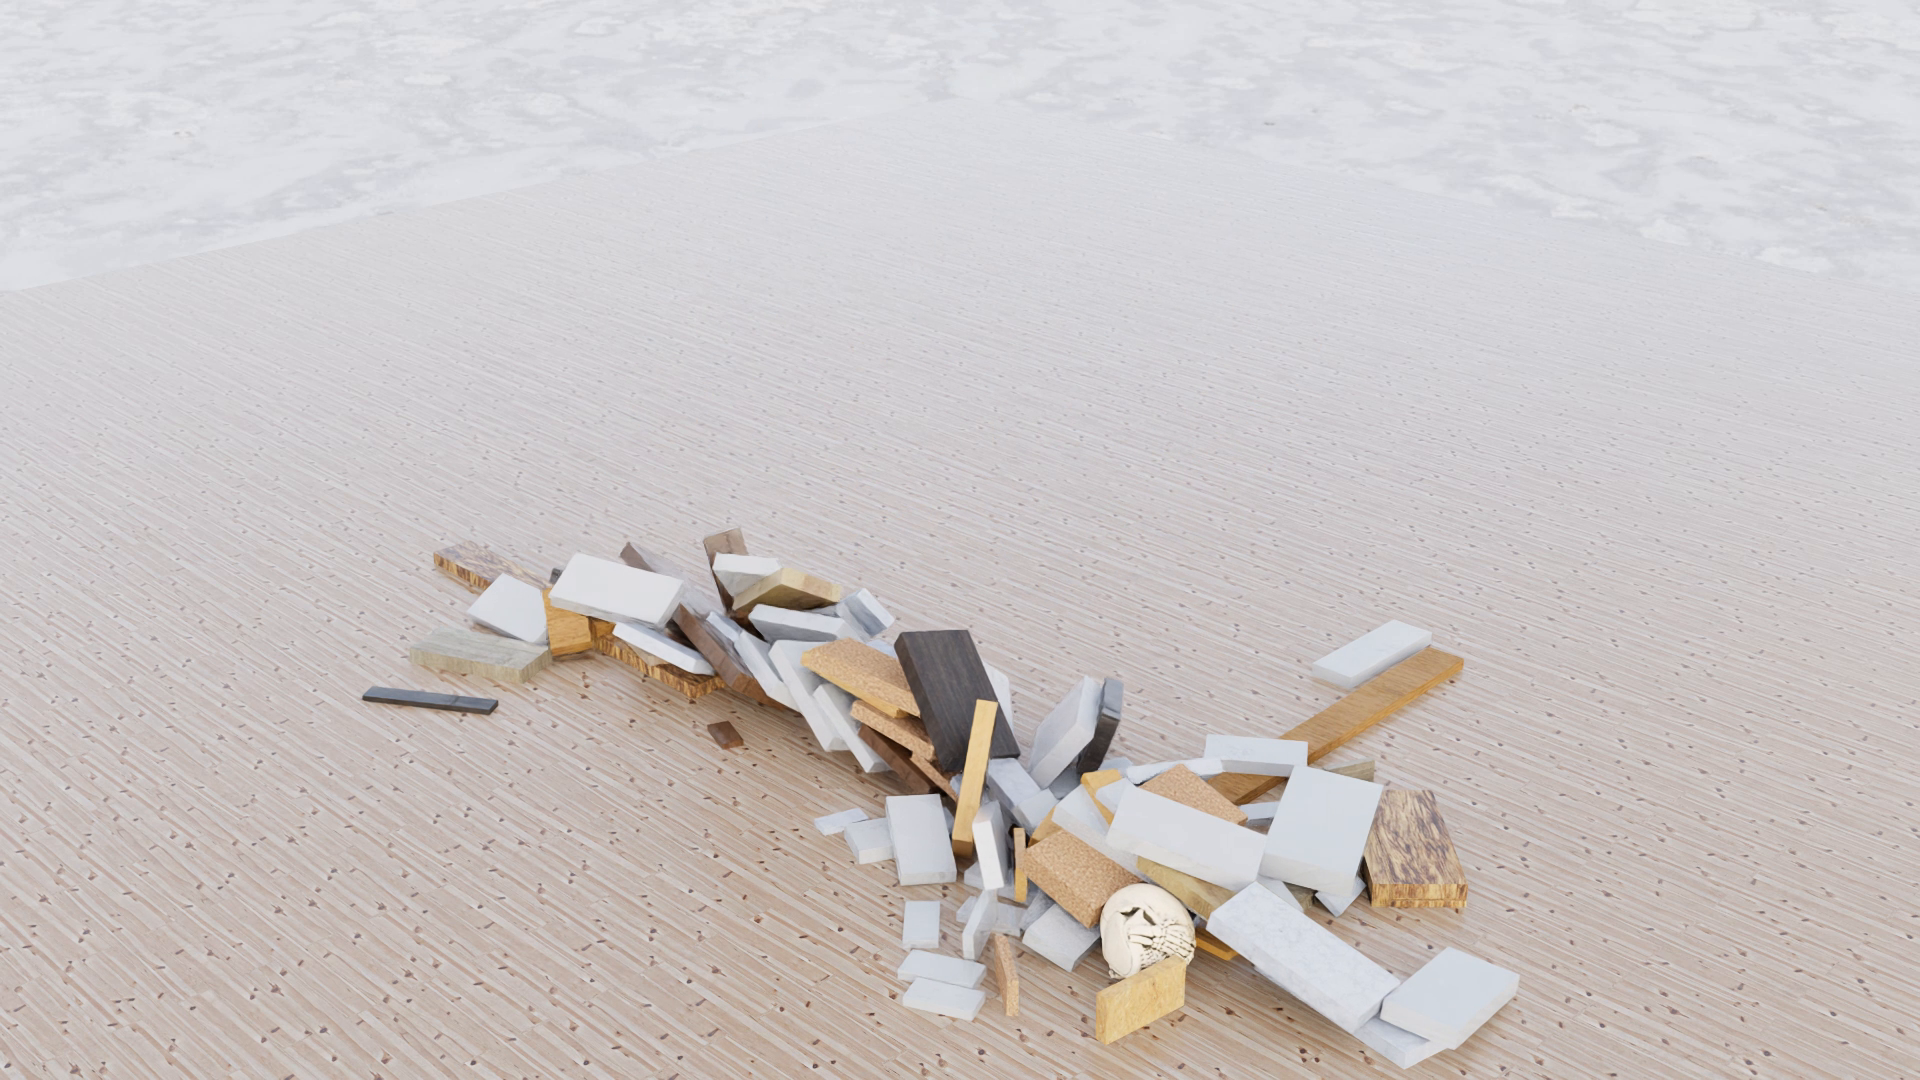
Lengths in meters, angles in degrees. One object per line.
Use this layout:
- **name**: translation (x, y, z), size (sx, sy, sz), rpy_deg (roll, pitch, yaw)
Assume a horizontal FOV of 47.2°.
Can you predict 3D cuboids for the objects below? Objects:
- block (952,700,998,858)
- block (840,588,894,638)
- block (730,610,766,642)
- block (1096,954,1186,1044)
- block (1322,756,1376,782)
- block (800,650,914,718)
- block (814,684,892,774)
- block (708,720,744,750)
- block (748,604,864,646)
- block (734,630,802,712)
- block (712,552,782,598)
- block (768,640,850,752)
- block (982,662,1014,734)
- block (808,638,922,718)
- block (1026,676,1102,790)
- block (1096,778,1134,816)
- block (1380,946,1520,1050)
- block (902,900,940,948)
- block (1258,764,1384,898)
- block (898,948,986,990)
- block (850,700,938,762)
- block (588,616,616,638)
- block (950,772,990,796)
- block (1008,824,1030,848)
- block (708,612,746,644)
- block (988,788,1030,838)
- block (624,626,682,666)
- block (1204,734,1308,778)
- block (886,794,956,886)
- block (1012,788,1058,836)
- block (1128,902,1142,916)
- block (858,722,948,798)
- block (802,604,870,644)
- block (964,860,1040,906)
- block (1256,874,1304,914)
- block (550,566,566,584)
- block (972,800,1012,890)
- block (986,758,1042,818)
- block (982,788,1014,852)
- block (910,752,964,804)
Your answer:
- **block**: translation (0.029, 0.466, 4.279), size (0.040, 0.280, 0.140), rpy_deg (9, -21, 4)
- **block**: translation (-0.240, 0.181, 5.008), size (0.029, 0.103, 0.206), rpy_deg (-49, 11, -33)
- **block**: translation (-0.461, 0.207, 5.173), size (0.152, 0.076, 0.022), rpy_deg (6, 44, 13)
- **block**: translation (0.311, 0.790, 3.782), size (0.184, 0.092, 0.026), rpy_deg (-17, 29, -35)
- **block**: translation (0.801, 0.486, 4.540), size (0.116, 0.058, 0.016), rpy_deg (-9, 25, -21)
- **block**: translation (-0.202, 0.300, 4.653), size (0.282, 0.029, 0.103), rpy_deg (27, 19, 35)
- **block**: translation (-0.205, 0.393, 4.634), size (0.113, 0.032, 0.226), rpy_deg (-1, 44, -46)
- **block**: translation (-0.507, 0.421, 4.750), size (0.049, 0.014, 0.097), rpy_deg (-10, 25, -23)
- **block**: translation (-0.334, 0.223, 4.954), size (0.292, 0.146, 0.041), rpy_deg (8, 54, 43)
- **block**: translation (-0.395, 0.302, 4.880), size (0.146, 0.041, 0.293), rpy_deg (30, 6, -28)
- **block**: translation (-0.470, 0.113, 5.186), size (0.148, 0.295, 0.042), rpy_deg (6, 68, 12)
- **block**: translation (-0.285, 0.334, 4.729), size (0.146, 0.041, 0.293), rpy_deg (4, 39, -40)
- **block**: translation (0.050, 0.374, 4.581), size (0.040, 0.141, 0.282), rpy_deg (-34, 40, 28)
- **block**: translation (-0.161, 0.286, 4.612), size (0.282, 0.040, 0.141), rpy_deg (23, 18, 24)
- **block**: translation (0.217, 0.398, 4.566), size (0.045, 0.160, 0.319), rpy_deg (40, 15, -4)
- **block**: translation (0.327, 0.504, 4.078), size (0.073, 0.021, 0.146), rpy_deg (-17, 45, -38)
- **block**: translation (0.848, 0.788, 3.794), size (0.136, 0.039, 0.273), rpy_deg (19, 21, 31)
- **block**: translation (-0.071, 0.710, 4.063), size (0.065, 0.018, 0.130), rpy_deg (0, 23, 1)
- **block**: translation (0.697, 0.556, 4.235), size (0.178, 0.050, 0.355), rpy_deg (13, 26, 14)
- **block**: translation (-0.031, 0.770, 3.920), size (0.142, 0.020, 0.071), rpy_deg (9, 24, 20)
- **block**: translation (-0.106, 0.389, 4.555), size (0.226, 0.032, 0.113), rpy_deg (26, 19, 34)
- **block**: translation (-0.892, 0.168, 5.244), size (0.221, 0.031, 0.110), rpy_deg (20, 30, 39)
- **block**: translation (0.060, 0.528, 4.394), size (0.082, 0.023, 0.165), rpy_deg (-16, 53, -36)
- **block**: translation (0.171, 0.593, 4.288), size (0.145, 0.021, 0.072), rpy_deg (35, 39, 29)
- **block**: translation (-0.513, 0.221, 5.086), size (0.152, 0.022, 0.076), rpy_deg (36, 6, 40)
- **block**: translation (0.127, 0.530, 4.323), size (0.072, 0.021, 0.145), rpy_deg (-5, 31, -35)
- **block**: translation (-0.711, 0.236, 5.092), size (0.093, 0.026, 0.185), rpy_deg (-12, 26, -27)
- **block**: translation (0.618, 0.451, 4.593), size (0.211, 0.030, 0.105), rpy_deg (4, 23, 9)
- **block**: translation (-0.077, 0.582, 4.281), size (0.107, 0.030, 0.214), rpy_deg (-2, 37, -10)
- **block**: translation (0.187, 0.573, 4.242), size (0.090, 0.025, 0.180), rpy_deg (-22, 69, -42)
- **block**: translation (0.277, 0.634, 4.168), size (0.180, 0.025, 0.090), rpy_deg (36, 39, 29)
- **block**: translation (-0.098, 0.450, 4.545), size (0.113, 0.032, 0.226), rpy_deg (-2, 34, -47)
- **block**: translation (-0.304, 0.205, 5.045), size (0.206, 0.103, 0.029), rpy_deg (-11, 32, 51)
- **block**: translation (0.108, 0.650, 4.196), size (0.180, 0.025, 0.090), rpy_deg (14, 27, 30)
- **block**: translation (0.544, 0.654, 4.109), size (0.109, 0.031, 0.219), rpy_deg (-13, 29, -14)
- **block**: translation (-0.844, 0.120, 5.302), size (0.261, 0.037, 0.130), rpy_deg (17, 4, 7)
- **block**: translation (0.060, 0.566, 4.097), size (0.035, 0.122, 0.245), rpy_deg (-12, 1, 5)
- **block**: translation (0.107, 0.488, 4.350), size (0.082, 0.023, 0.165), rpy_deg (-2, 29, -30)
- **block**: translation (0.096, 0.550, 4.353), size (0.072, 0.021, 0.145), rpy_deg (-16, 53, -37)
- **block**: translation (-0.017, 0.482, 4.482), size (0.082, 0.023, 0.165), rpy_deg (-3, 35, -48)
